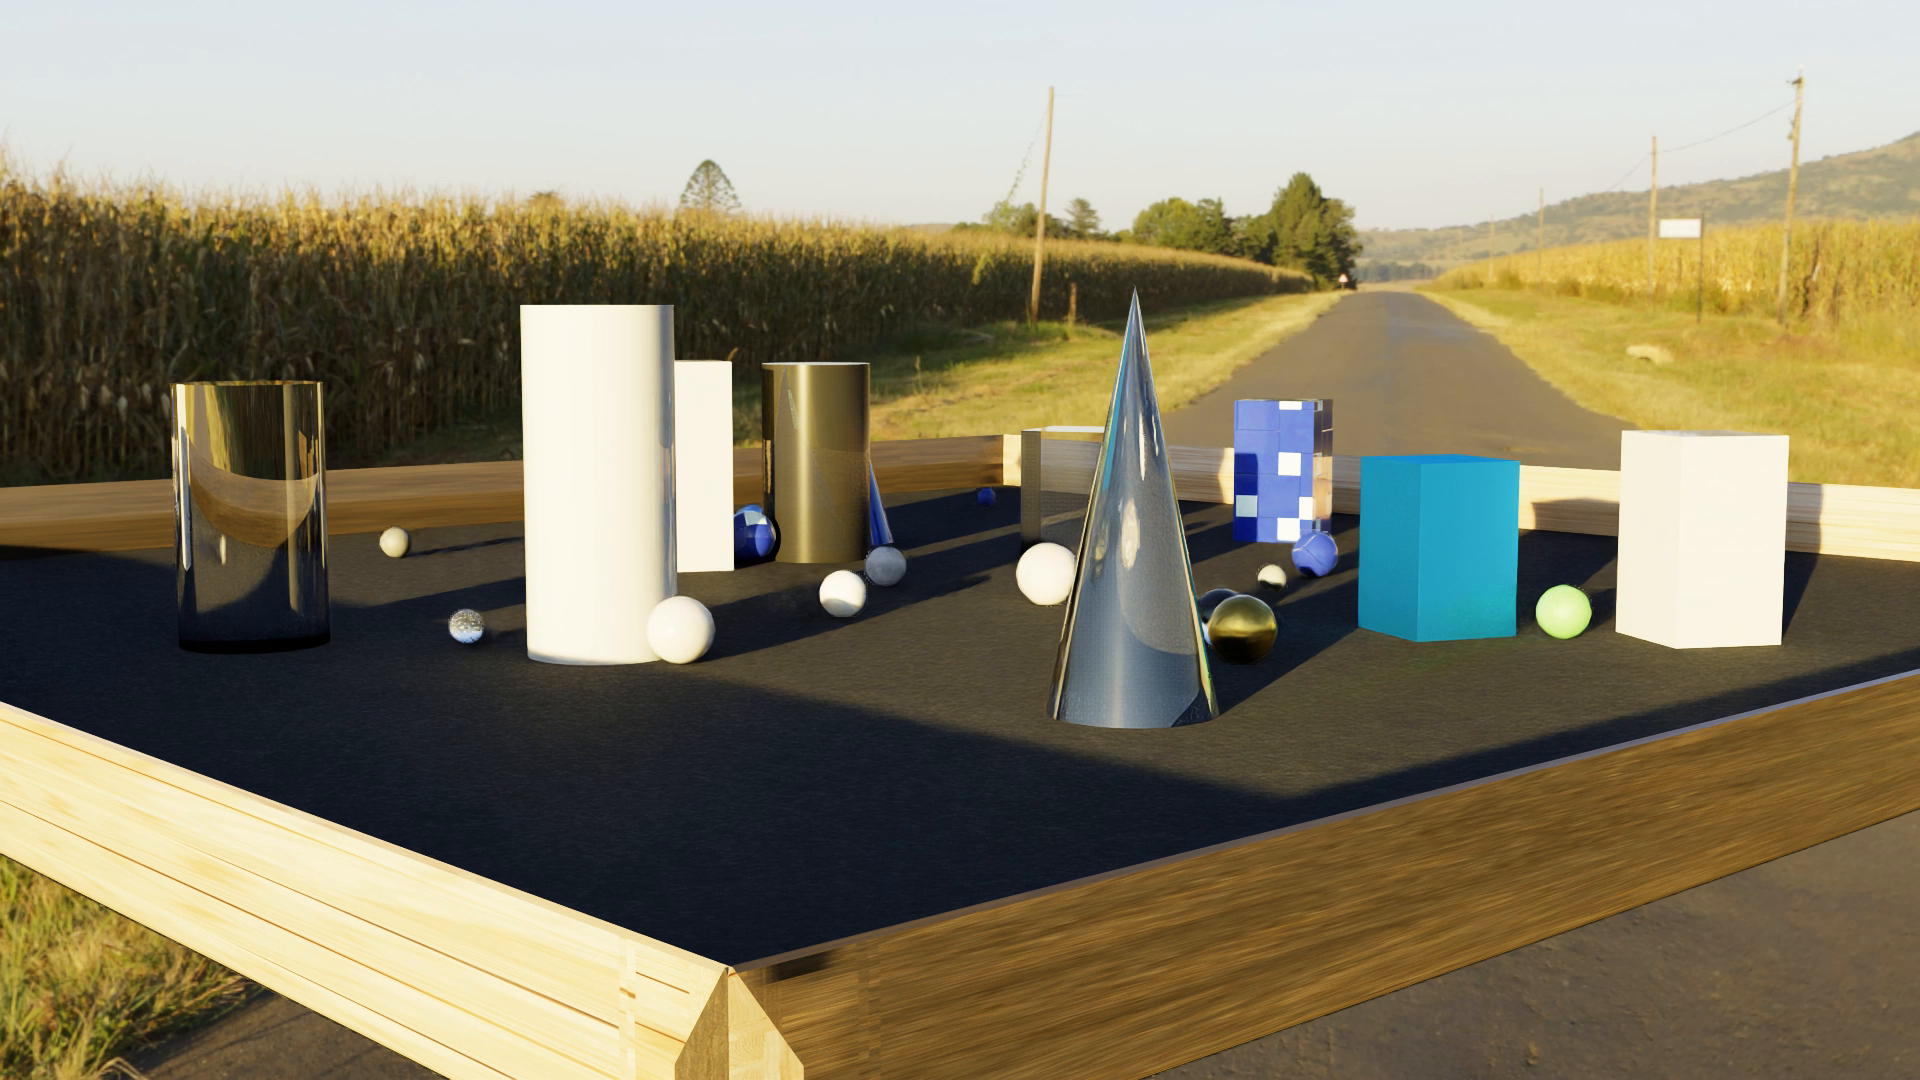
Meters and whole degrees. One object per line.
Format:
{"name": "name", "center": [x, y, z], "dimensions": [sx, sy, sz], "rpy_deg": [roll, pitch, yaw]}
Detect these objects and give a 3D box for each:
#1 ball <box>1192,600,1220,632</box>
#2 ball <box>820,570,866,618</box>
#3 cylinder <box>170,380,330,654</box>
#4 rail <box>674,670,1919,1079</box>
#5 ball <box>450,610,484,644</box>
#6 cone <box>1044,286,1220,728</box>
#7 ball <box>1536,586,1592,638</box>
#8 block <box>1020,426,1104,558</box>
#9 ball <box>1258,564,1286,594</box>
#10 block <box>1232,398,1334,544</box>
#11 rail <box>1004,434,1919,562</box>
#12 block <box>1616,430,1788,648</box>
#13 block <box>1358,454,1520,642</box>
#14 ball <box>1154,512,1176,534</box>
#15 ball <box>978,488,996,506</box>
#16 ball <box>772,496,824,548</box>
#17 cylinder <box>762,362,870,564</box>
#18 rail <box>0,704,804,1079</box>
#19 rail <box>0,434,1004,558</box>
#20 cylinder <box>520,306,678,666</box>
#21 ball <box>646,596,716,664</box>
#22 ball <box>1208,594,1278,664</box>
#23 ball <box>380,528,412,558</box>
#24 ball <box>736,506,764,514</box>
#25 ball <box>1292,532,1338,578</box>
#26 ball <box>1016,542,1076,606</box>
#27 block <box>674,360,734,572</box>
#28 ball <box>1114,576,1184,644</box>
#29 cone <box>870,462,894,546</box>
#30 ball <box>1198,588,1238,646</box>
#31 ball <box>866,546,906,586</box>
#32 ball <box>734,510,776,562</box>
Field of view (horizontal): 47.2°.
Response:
{"name": "ball", "center": [0.344, 0.105, 3.039], "dimensions": [0.046, 0.046, 0.046], "rpy_deg": [0, 6, 0]}
{"name": "ball", "center": [-0.169, 0.078, 3.185], "dimensions": [0.068, 0.068, 0.068], "rpy_deg": [0, 6, 0]}
{"name": "cylinder", "center": [-0.943, -0.035, 2.925], "dimensions": [0.194, 0.347, 0.194], "rpy_deg": [0, 6, 0]}
{"name": "rail", "center": [1.067, 0.153, 2.182], "dimensions": [3.253, 0.126, 0.045], "rpy_deg": [-6, 8, -42]}
{"name": "ball", "center": [-0.659, 0.116, 2.939], "dimensions": [0.044, 0.044, 0.044], "rpy_deg": [0, 6, 0]}
{"name": "cone", "center": [0.191, -0.043, 2.416], "dimensions": [0.194, 0.470, 0.194], "rpy_deg": [0, 6, 0]}
{"name": "ball", "center": [0.818, 0.097, 2.981], "dimensions": [0.073, 0.073, 0.073], "rpy_deg": [0, 6, 0]}
{"name": "block", "center": [0.198, -0.054, 3.561], "dimensions": [0.155, 0.252, 0.155], "rpy_deg": [2, 6, 22]}
{"name": "ball", "center": [0.491, 0.061, 3.460], "dimensions": [0.044, 0.044, 0.044], "rpy_deg": [0, 6, 0]}
{"name": "block", "center": [0.628, -0.137, 4.269], "dimensions": [0.155, 0.270, 0.155], "rpy_deg": [3, 7, 23]}
{"name": "rail", "center": [1.178, -0.081, 4.413], "dimensions": [0.045, 0.126, 3.195], "rpy_deg": [-6, 8, -42]}
{"name": "block", "center": [1.001, -0.005, 2.974], "dimensions": [0.155, 0.278, 0.155], "rpy_deg": [-1, 6, -12]}
{"name": "block", "center": [0.660, 0.007, 3.038], "dimensions": [0.155, 0.240, 0.155], "rpy_deg": [-2, 6, -20]}
{"name": "ball", "center": [0.405, -0.032, 4.356], "dimensions": [0.044, 0.044, 0.044], "rpy_deg": [0, 6, 0]}
{"name": "ball", "center": [0.060, -0.096, 4.971], "dimensions": [0.042, 0.042, 0.042], "rpy_deg": [0, 6, 0]}
{"name": "ball", "center": [-0.302, -0.033, 4.105], "dimensions": [0.097, 0.097, 0.097], "rpy_deg": [0, 6, 0]}
{"name": "cylinder", "center": [-0.258, -0.142, 3.948], "dimensions": [0.194, 0.348, 0.194], "rpy_deg": [0, 6, 0]}
{"name": "rail", "center": [-1.178, 0.146, 2.251], "dimensions": [0.045, 0.126, 3.195], "rpy_deg": [-6, 8, -42]}
{"name": "rail", "center": [-1.067, -0.088, 4.482], "dimensions": [3.253, 0.126, 0.045], "rpy_deg": [-6, 8, -42]}
{"name": "cylinder", "center": [-0.463, -0.076, 2.831], "dimensions": [0.194, 0.449, 0.194], "rpy_deg": [0, 6, 0]}
{"name": "ball", "center": [-0.351, 0.113, 2.768], "dimensions": [0.085, 0.085, 0.085], "rpy_deg": [0, 6, 0]}
{"name": "ball", "center": [0.356, 0.113, 2.766], "dimensions": [0.087, 0.087, 0.087], "rpy_deg": [0, 6, 0]}
{"name": "ball", "center": [-1.012, 0.005, 3.947], "dimensions": [0.056, 0.056, 0.056], "rpy_deg": [0, 6, 0]}
{"name": "ball", "center": [-0.399, -0.031, 4.215], "dimensions": [0.071, 0.071, 0.071], "rpy_deg": [0, 6, 0]}
{"name": "ball", "center": [0.591, 0.024, 3.660], "dimensions": [0.077, 0.077, 0.077], "rpy_deg": [0, 6, 0]}
{"name": "ball", "center": [0.132, 0.052, 3.310], "dimensions": [0.095, 0.095, 0.095], "rpy_deg": [0, 6, 0]}
{"name": "block", "center": [-0.482, -0.131, 3.800], "dimensions": [0.155, 0.355, 0.155], "rpy_deg": [-2, 6, -15]}
{"name": "ball", "center": [0.252, 0.093, 2.925], "dimensions": [0.092, 0.092, 0.092], "rpy_deg": [0, 6, 0]}
{"name": "cone", "center": [-0.223, -0.166, 4.200], "dimensions": [0.194, 0.342, 0.194], "rpy_deg": [0, 6, 0]}
{"name": "ball", "center": [0.345, 0.103, 2.904], "dimensions": [0.078, 0.078, 0.078], "rpy_deg": [0, 6, 0]}
{"name": "ball", "center": [-0.119, 0.042, 3.546], "dimensions": [0.065, 0.065, 0.065], "rpy_deg": [0, 6, 0]}
{"name": "ball", "center": [-0.371, -0.006, 3.874], "dimensions": [0.092, 0.092, 0.092], "rpy_deg": [0, 6, 0]}
